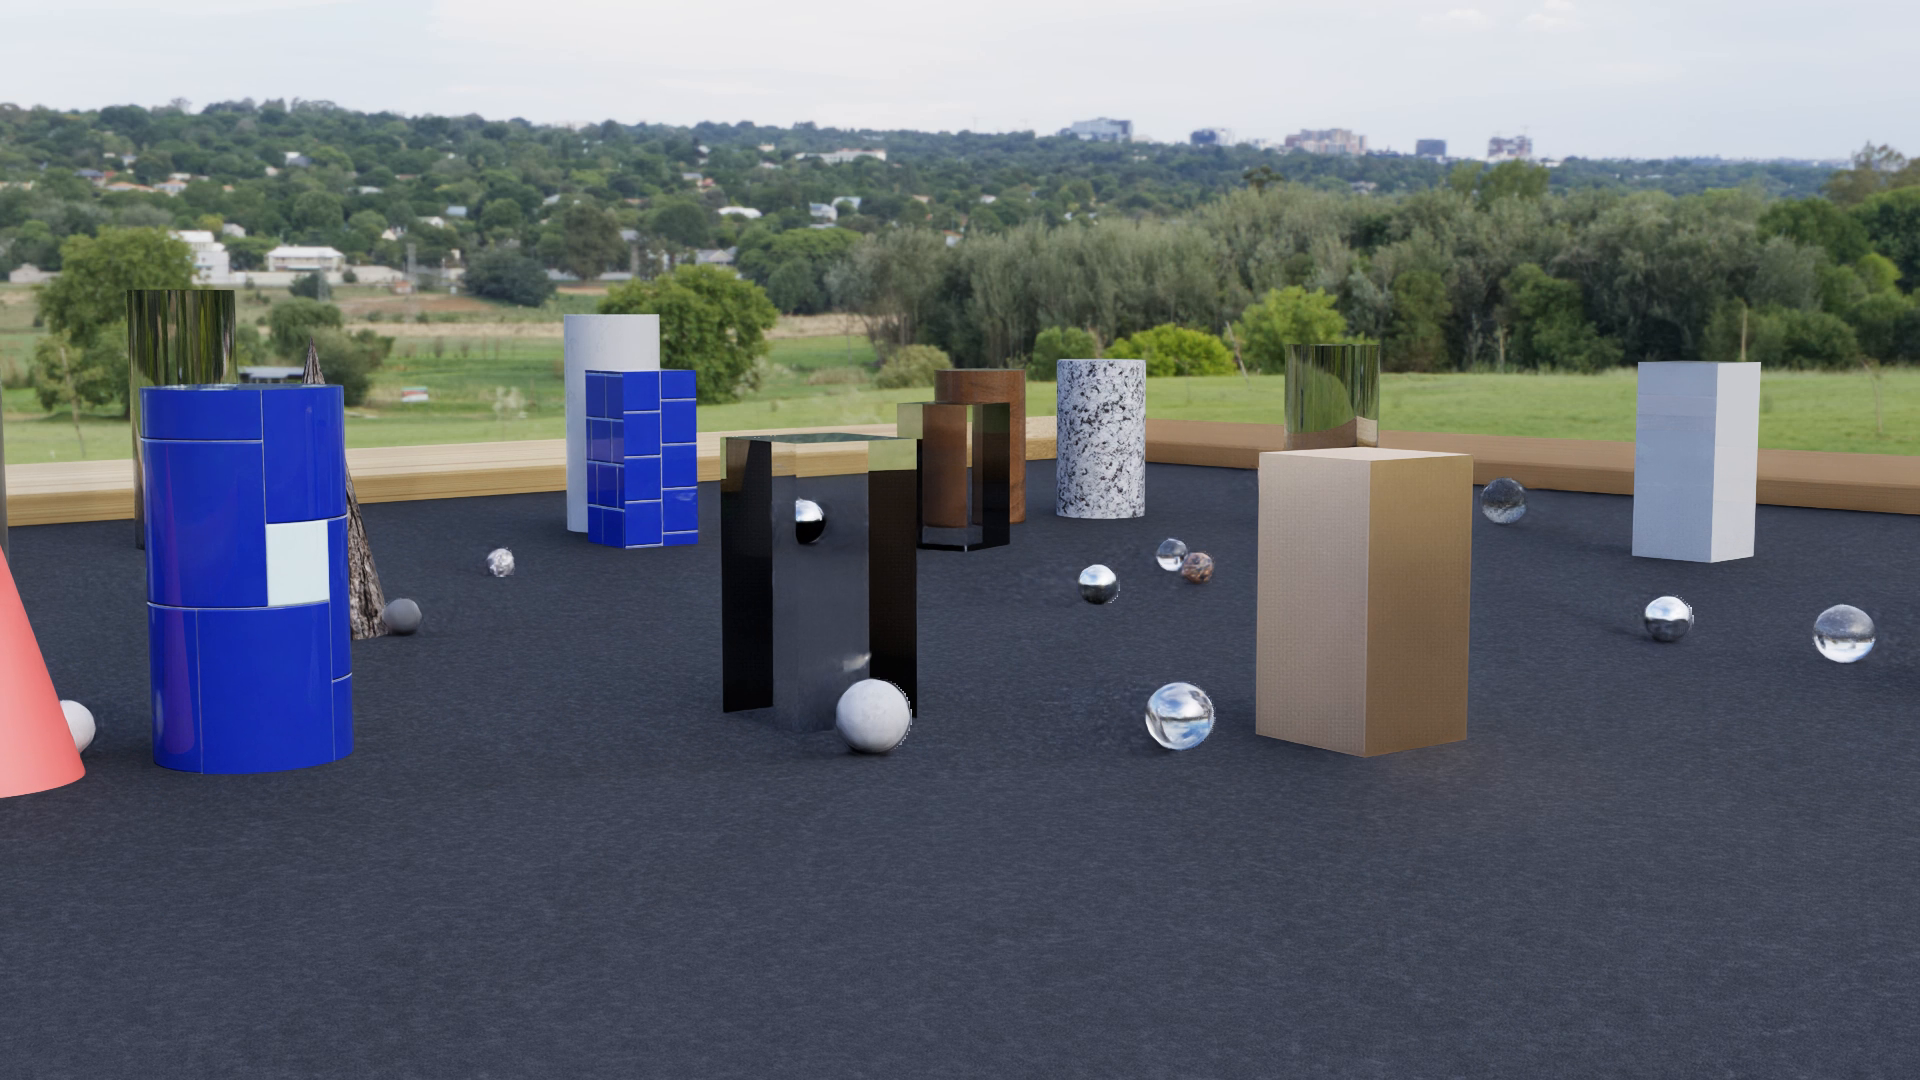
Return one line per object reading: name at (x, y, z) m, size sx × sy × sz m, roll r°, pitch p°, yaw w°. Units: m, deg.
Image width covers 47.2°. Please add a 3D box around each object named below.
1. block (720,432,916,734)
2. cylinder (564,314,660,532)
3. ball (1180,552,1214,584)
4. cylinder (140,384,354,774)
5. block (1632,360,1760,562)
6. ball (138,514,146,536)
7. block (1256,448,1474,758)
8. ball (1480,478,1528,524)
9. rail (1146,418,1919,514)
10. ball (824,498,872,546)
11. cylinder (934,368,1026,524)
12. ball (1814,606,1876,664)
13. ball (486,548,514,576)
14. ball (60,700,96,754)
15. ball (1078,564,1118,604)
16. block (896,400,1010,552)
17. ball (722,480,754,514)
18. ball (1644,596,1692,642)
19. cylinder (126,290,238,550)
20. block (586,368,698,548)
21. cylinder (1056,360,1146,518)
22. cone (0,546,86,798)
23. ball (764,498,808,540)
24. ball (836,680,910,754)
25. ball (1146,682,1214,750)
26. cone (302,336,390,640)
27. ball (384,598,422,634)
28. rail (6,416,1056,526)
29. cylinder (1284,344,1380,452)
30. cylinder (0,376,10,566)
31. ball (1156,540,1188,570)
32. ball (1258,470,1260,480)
block at (-0.154, 0.041, 2.398) m, size 0.153 × 0.305 × 0.153 m, roll -5°, pitch 8°, yaw -37°
cylinder at (-0.702, -0.239, 4.450) m, size 0.192 × 0.432 × 0.192 m, roll 0°, pitch 6°, yaw 0°
ball at (0.384, 0.046, 3.556) m, size 0.053 × 0.053 × 0.053 m, roll 0°, pitch 6°, yaw 0°
cylinder at (-0.707, 0.032, 2.186) m, size 0.192 × 0.368 × 0.192 m, roll 0°, pitch 6°, yaw 0°
block at (1.323, -0.145, 3.954) m, size 0.153 × 0.349 × 0.153 m, roll -6°, pitch 8°, yaw -43°
ball at (-1.573, -0.031, 4.282) m, size 0.053 × 0.053 × 0.053 m, roll 0°, pitch 6°, yaw 0°
block at (0.418, 0.058, 2.279) m, size 0.153 × 0.296 × 0.153 m, roll -5°, pitch 8°, yaw -37°
ball at (1.126, -0.080, 4.551) m, size 0.095 × 0.095 × 0.095 m, roll 0°, pitch 6°, yaw 0°
rail at (1.824, -0.144, 5.006) m, size 0.045 × 0.125 × 4.380 m, roll -6°, pitch 8°, yaw -42°
ball at (-0.211, -0.034, 4.137) m, size 0.091 × 0.091 × 0.091 m, roll 0°, pitch 6°, yaw 0°
cylinder at (0.042, -0.198, 4.605) m, size 0.192 × 0.317 × 0.192 m, roll 0°, pitch 6°, yaw 0°
ball at (1.114, 0.119, 2.770) m, size 0.073 × 0.073 × 0.073 m, roll 0°, pitch 6°, yaw 0°
ball at (-0.765, 0.038, 3.662) m, size 0.047 × 0.047 × 0.047 m, roll 0°, pitch 6°, yaw 0°
ball at (-0.892, 0.188, 2.192) m, size 0.056 × 0.056 × 0.056 m, roll 0°, pitch 6°, yaw 0°
ball at (0.208, 0.067, 3.319) m, size 0.060 × 0.060 × 0.060 m, roll 0°, pitch 6°, yaw 0°
block at (-0.012, -0.123, 4.127) m, size 0.153 × 0.269 × 0.153 m, roll 4°, pitch 7°, yaw 32°
ball at (-0.485, -0.095, 4.802) m, size 0.073 × 0.073 × 0.073 m, roll 0°, pitch 6°, yaw 0°
ball at (0.949, 0.106, 2.951) m, size 0.061 × 0.061 × 0.061 m, roll 0°, pitch 6°, yaw 0°
cylinder at (-1.450, -0.227, 4.117) m, size 0.192 × 0.479 × 0.192 m, roll 0°, pitch 6°, yaw 0°
block at (-0.605, -0.158, 4.179) m, size 0.153 × 0.329 × 0.153 m, roll -4°, pitch 7°, yaw -36°
cylinder at (0.305, -0.222, 4.758) m, size 0.192 × 0.334 × 0.192 m, roll 0°, pitch 6°, yaw 0°
cone at (-0.932, 0.067, 2.068) m, size 0.192 × 0.322 × 0.192 m, roll 0°, pitch 6°, yaw 0°
ball at (-0.335, -0.040, 4.227) m, size 0.083 × 0.083 × 0.083 m, roll 0°, pitch 6°, yaw 0°
ball at (-0.088, 0.177, 2.210) m, size 0.074 × 0.074 × 0.074 m, roll 0°, pitch 6°, yaw 0°
ball at (0.222, 0.178, 2.223) m, size 0.069 × 0.069 × 0.069 m, roll 0°, pitch 6°, yaw 0°
cone at (-0.882, -0.077, 3.011) m, size 0.192 × 0.411 × 0.192 m, roll 0°, pitch 6°, yaw 0°
ball at (-0.763, 0.105, 3.010) m, size 0.050 × 0.050 × 0.050 m, roll 0°, pitch 6°, yaw 0°
rail at (-1.469, -0.134, 4.915) m, size 5.012 × 0.125 × 0.045 m, roll -6°, pitch 8°, yaw -42°
cylinder at (0.756, -0.211, 4.476) m, size 0.192 × 0.371 × 0.192 m, roll 0°, pitch 6°, yaw 0°
cylinder at (-1.740, -0.181, 3.760) m, size 0.192 × 0.462 × 0.192 m, roll 0°, pitch 6°, yaw 0°
ball at (0.362, 0.026, 3.742) m, size 0.054 × 0.054 × 0.054 m, roll 0°, pitch 6°, yaw 0°
ball at (0.779, -0.165, 5.560) m, size 0.052 × 0.052 × 0.052 m, roll 0°, pitch 6°, yaw 0°
